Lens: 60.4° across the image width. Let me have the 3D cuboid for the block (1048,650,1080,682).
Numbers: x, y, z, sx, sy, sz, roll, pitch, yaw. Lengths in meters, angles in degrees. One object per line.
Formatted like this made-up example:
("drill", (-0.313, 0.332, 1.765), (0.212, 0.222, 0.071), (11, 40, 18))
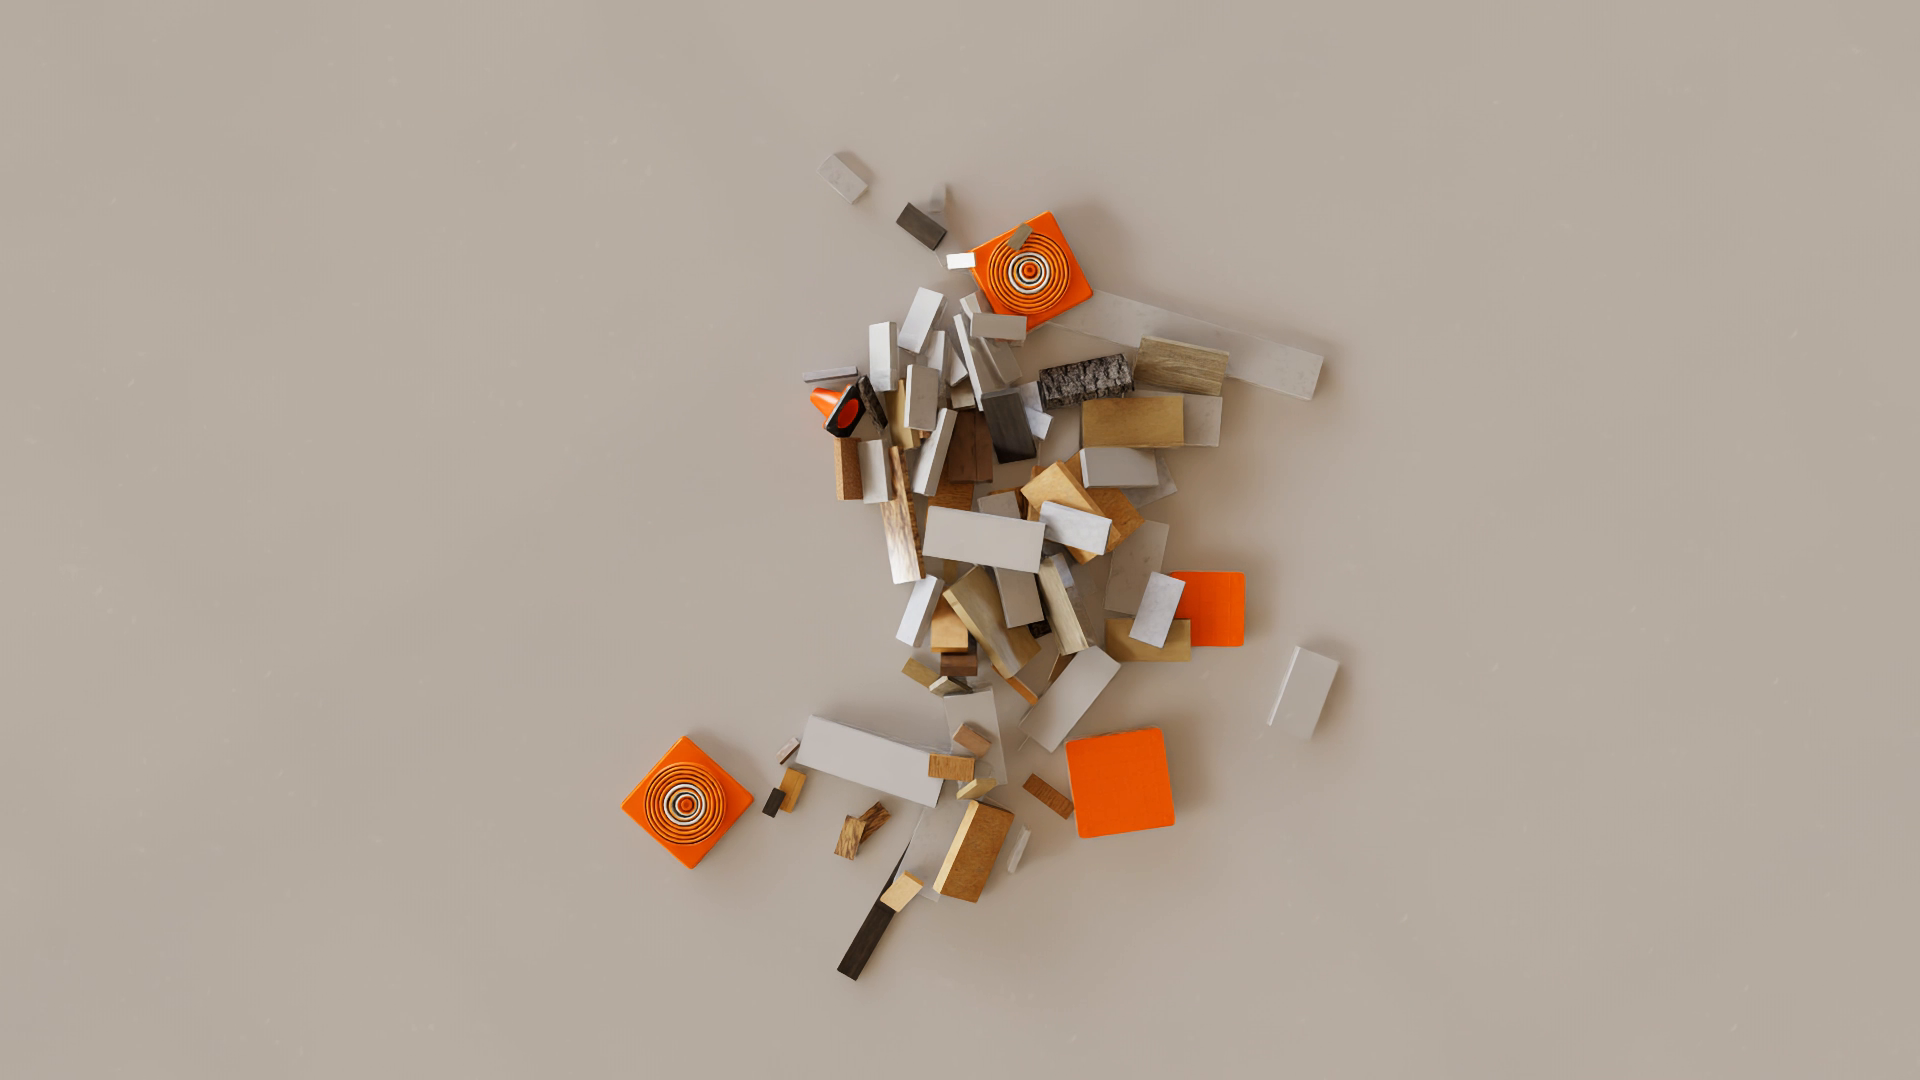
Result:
("block", (0.373, 0.399, 5.487), (0.094, 0.027, 0.187), (22, 90, 0))

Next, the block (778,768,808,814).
("block", (-0.568, 0.833, 5.490), (0.068, 0.019, 0.137), (23, 90, 0))

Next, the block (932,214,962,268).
("block", (-0.058, -0.997, 5.489), (0.080, 0.023, 0.159), (-26, 90, 0))

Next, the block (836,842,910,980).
("block", (-0.204, 1.144, 5.489), (0.075, 0.021, 0.700), (30, 90, 0))

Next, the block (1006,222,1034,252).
("block", (0.197, -0.992, 5.399), (0.045, 0.013, 0.091), (35, 89, 2))

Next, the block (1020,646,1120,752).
("block", (0.364, 0.516, 5.446), (0.139, 0.039, 0.367), (39, 92, 6))

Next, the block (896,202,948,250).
("block", (-0.128, -1.039, 5.467), (0.159, 0.023, 0.080), (38, 107, 8))

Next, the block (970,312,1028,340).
("block", (0.126, -0.699, 5.397), (0.181, 0.022, 0.077), (3, 94, -10))

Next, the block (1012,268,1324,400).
("block", (0.688, -0.683, 5.479), (1.037, 0.041, 0.145), (16, 90, 0))

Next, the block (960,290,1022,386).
("block", (0.103, -0.668, 5.441), (0.088, 0.025, 0.313), (-32, 100, -37))

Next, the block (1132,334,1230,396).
("block", (0.728, -0.576, 5.445), (0.291, 0.041, 0.145), (12, 115, 2))

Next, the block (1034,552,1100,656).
("block", (0.334, 0.211, 5.397), (0.045, 0.159, 0.319), (-21, 88, -33))

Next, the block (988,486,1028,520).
("block", (0.178, -0.044, 5.464), (0.127, 0.036, 0.255), (-11, 89, -15))

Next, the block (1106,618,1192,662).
("block", (0.623, 0.330, 5.453), (0.278, 0.039, 0.139), (0, 92, 10))

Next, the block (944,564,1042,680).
("block", (0.107, 0.267, 5.405), (0.163, 0.046, 0.349), (-39, 96, -38))

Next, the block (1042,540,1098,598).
("block", (0.348, 0.073, 5.462), (0.127, 0.036, 0.255), (-22, 90, -19))

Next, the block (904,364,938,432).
("block", (-0.126, -0.463, 5.386), (0.102, 0.029, 0.204), (7, 83, -31))

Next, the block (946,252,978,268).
("block", (0.006, -0.922, 5.440), (0.108, 0.013, 0.045), (2, 106, 35))

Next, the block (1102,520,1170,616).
("block", (0.585, 0.088, 5.478), (0.158, 0.045, 0.317), (11, 90, 0))

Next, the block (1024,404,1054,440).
("block", (0.233, -0.397, 5.443), (0.154, 0.022, 0.077), (28, 112, 27))

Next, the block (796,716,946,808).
("block", (-0.287, 0.730, 5.442), (0.488, 0.045, 0.159), (17, 89, 8))

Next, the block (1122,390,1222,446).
("block", (0.699, -0.405, 5.477), (0.327, 0.046, 0.163), (5, 90, 0))

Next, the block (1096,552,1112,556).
("block", (0.459, 0.029, 5.493), (0.092, 0.013, 0.046), (-4, 90, 0))

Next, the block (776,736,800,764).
("block", (-0.572, 0.700, 5.478), (0.092, 0.046, 0.013), (-46, 128, 0))

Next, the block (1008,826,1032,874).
("block", (0.196, 1.026, 5.463), (0.021, 0.074, 0.149), (23, 90, 0))

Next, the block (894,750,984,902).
("block", (-0.046, 0.931, 5.456), (0.160, 0.045, 0.505), (24, 90, 0))

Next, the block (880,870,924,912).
("block", (-0.191, 1.157, 5.429), (0.075, 0.021, 0.149), (35, 120, -7))

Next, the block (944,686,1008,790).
("block", (0.051, 0.650, 5.381), (0.160, 0.045, 0.320), (-9, 101, 0))

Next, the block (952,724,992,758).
("block", (0.039, 0.652, 5.350), (0.115, 0.016, 0.058), (34, 98, -7))

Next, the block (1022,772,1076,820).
("block", (0.298, 0.854, 5.492), (0.182, 0.016, 0.058), (37, 90, 0))

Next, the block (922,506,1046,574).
("block", (0.079, -0.003, 5.346), (0.382, 0.045, 0.158), (9, 100, 6))

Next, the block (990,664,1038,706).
("block", (0.180, 0.471, 5.453), (0.187, 0.094, 0.027), (42, 90, 0))

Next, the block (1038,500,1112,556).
("block", (0.368, -0.039, 5.322), (0.230, 0.033, 0.115), (17, 116, 15))

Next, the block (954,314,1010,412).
("block", (0.080, -0.594, 5.446), (0.127, 0.036, 0.323), (-16, 90, -38))

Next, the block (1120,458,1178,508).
("block", (0.589, -0.170, 5.483), (0.239, 0.034, 0.119), (-24, 90, 0))

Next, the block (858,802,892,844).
("block", (-0.301, 0.940, 5.490), (0.137, 0.019, 0.068), (-41, 90, 0))

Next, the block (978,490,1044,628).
("block", (0.167, 0.063, 5.409), (0.119, 0.034, 0.436), (-12, 87, -15))

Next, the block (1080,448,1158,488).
("block", (0.522, -0.236, 5.401), (0.254, 0.036, 0.127), (-2, 78, -21))

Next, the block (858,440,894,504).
("block", (-0.280, -0.227, 5.454), (0.102, 0.029, 0.204), (-4, 93, 35))

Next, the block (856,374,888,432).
("block", (-0.291, -0.450, 5.431), (0.025, 0.088, 0.176), (-20, 107, 15))

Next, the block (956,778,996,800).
("block", (0.054, 0.808, 5.354), (0.074, 0.149, 0.021), (4, 62, -26))
